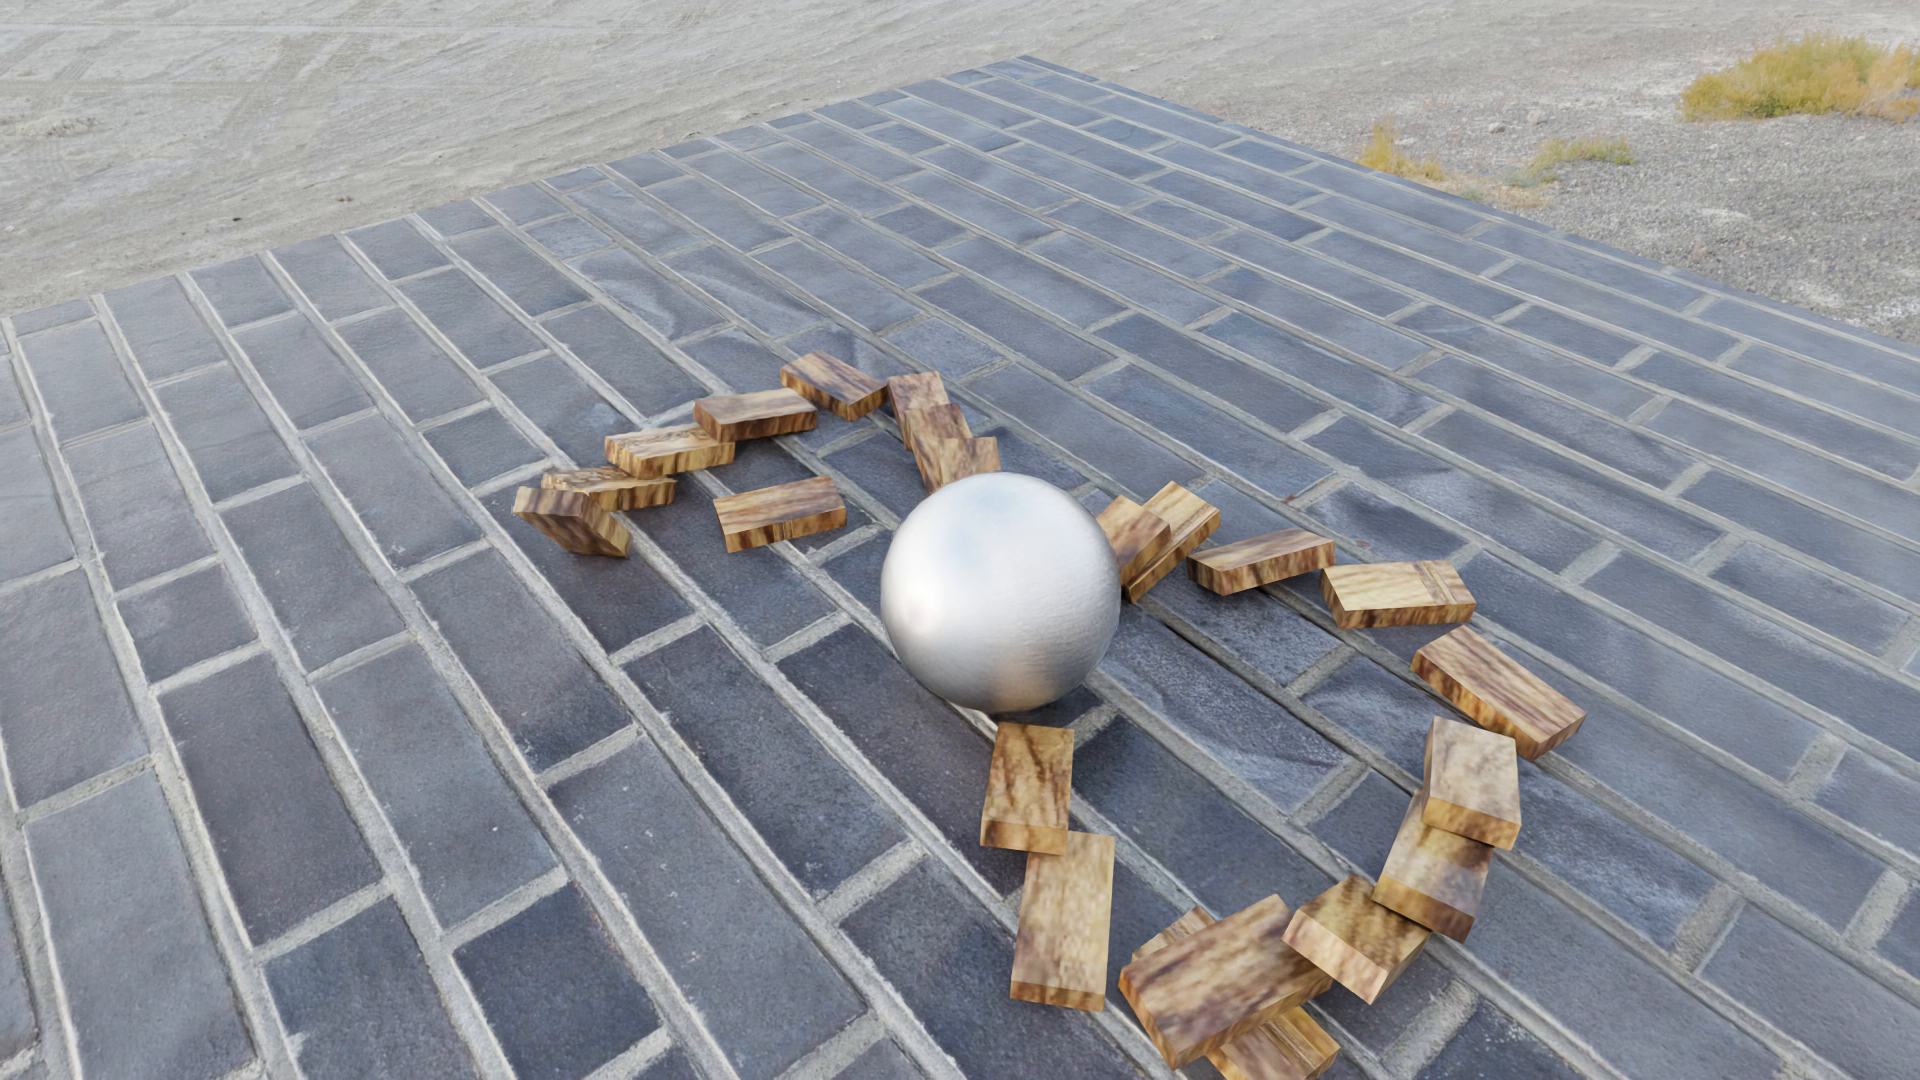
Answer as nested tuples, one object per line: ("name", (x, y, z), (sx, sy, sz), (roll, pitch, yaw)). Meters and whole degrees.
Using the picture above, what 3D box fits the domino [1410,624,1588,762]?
("domino", (0.185, 0.052, 0.380), (0.025, 0.009, 0.050), (-21, 44, -24))

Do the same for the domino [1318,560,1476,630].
("domino", (0.166, 0.020, 0.418), (0.050, 0.009, 0.025), (-3, 39, -4))

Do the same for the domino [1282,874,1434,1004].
("domino", (0.107, 0.105, 0.294), (0.025, 0.010, 0.050), (32, 14, 33))

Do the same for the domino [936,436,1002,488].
("domino", (0.005, -0.020, 0.456), (0.025, 0.009, 0.050), (-3, 56, -8))

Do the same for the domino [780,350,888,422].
("domino", (-0.062, -0.076, 0.536), (0.050, 0.010, 0.025), (30, 48, 32))

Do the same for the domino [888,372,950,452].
("domino", (-0.018, -0.061, 0.518), (0.025, 0.010, 0.050), (-8, 40, -9))

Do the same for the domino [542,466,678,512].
("domino", (-0.144, -0.021, 0.452), (0.025, 0.009, 0.050), (21, 17, 23))

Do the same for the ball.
("ball", (0.014, 0.017, 0.366), (0.080, 0.080, 0.080), (0, 39, 0))

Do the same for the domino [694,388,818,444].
("domino", (-0.094, -0.058, 0.505), (0.050, 0.010, 0.025), (-15, 40, -37))

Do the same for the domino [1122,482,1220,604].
("domino", (0.076, 0.000, 0.432), (0.050, 0.009, 0.025), (-39, 51, -16))

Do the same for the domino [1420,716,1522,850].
("domino", (0.159, 0.074, 0.342), (0.025, 0.010, 0.050), (16, 26, 18))

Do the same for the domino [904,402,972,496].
("domino", (-0.006, -0.038, 0.481), (0.025, 0.009, 0.050), (-11, 53, -13))

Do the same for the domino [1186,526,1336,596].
("domino", (0.116, 0.008, 0.427), (0.050, 0.009, 0.025), (-14, 18, -16))

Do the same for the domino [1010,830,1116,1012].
("domino", (0.030, 0.107, 0.313), (0.025, 0.009, 0.050), (6, 40, 7))

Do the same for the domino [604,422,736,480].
("domino", (-0.126, -0.039, 0.479), (0.025, 0.010, 0.050), (29, 29, 31))

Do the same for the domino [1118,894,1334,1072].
("domino", (0.070, 0.115, 0.288), (0.050, 0.009, 0.025), (-17, 42, -20))

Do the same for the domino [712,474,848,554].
("domino", (-0.075, -0.011, 0.457), (0.050, 0.010, 0.025), (-14, 41, -16))

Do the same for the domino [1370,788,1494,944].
("domino", (0.139, 0.093, 0.319), (0.025, 0.010, 0.050), (22, 28, 25))

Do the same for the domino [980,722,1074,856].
("domino", (0.022, 0.076, 0.341), (0.025, 0.009, 0.050), (5, 25, 6))

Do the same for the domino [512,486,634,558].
("domino", (-0.147, -0.006, 0.421), (0.025, 0.050, 0.010), (5, 73, 6))

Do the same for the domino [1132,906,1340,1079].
("domino", (0.072, 0.124, 0.292), (0.025, 0.010, 0.050), (-25, 45, -27))

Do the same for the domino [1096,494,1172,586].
("domino", (0.054, 0.007, 0.420), (0.050, 0.009, 0.025), (-41, 52, -18))
